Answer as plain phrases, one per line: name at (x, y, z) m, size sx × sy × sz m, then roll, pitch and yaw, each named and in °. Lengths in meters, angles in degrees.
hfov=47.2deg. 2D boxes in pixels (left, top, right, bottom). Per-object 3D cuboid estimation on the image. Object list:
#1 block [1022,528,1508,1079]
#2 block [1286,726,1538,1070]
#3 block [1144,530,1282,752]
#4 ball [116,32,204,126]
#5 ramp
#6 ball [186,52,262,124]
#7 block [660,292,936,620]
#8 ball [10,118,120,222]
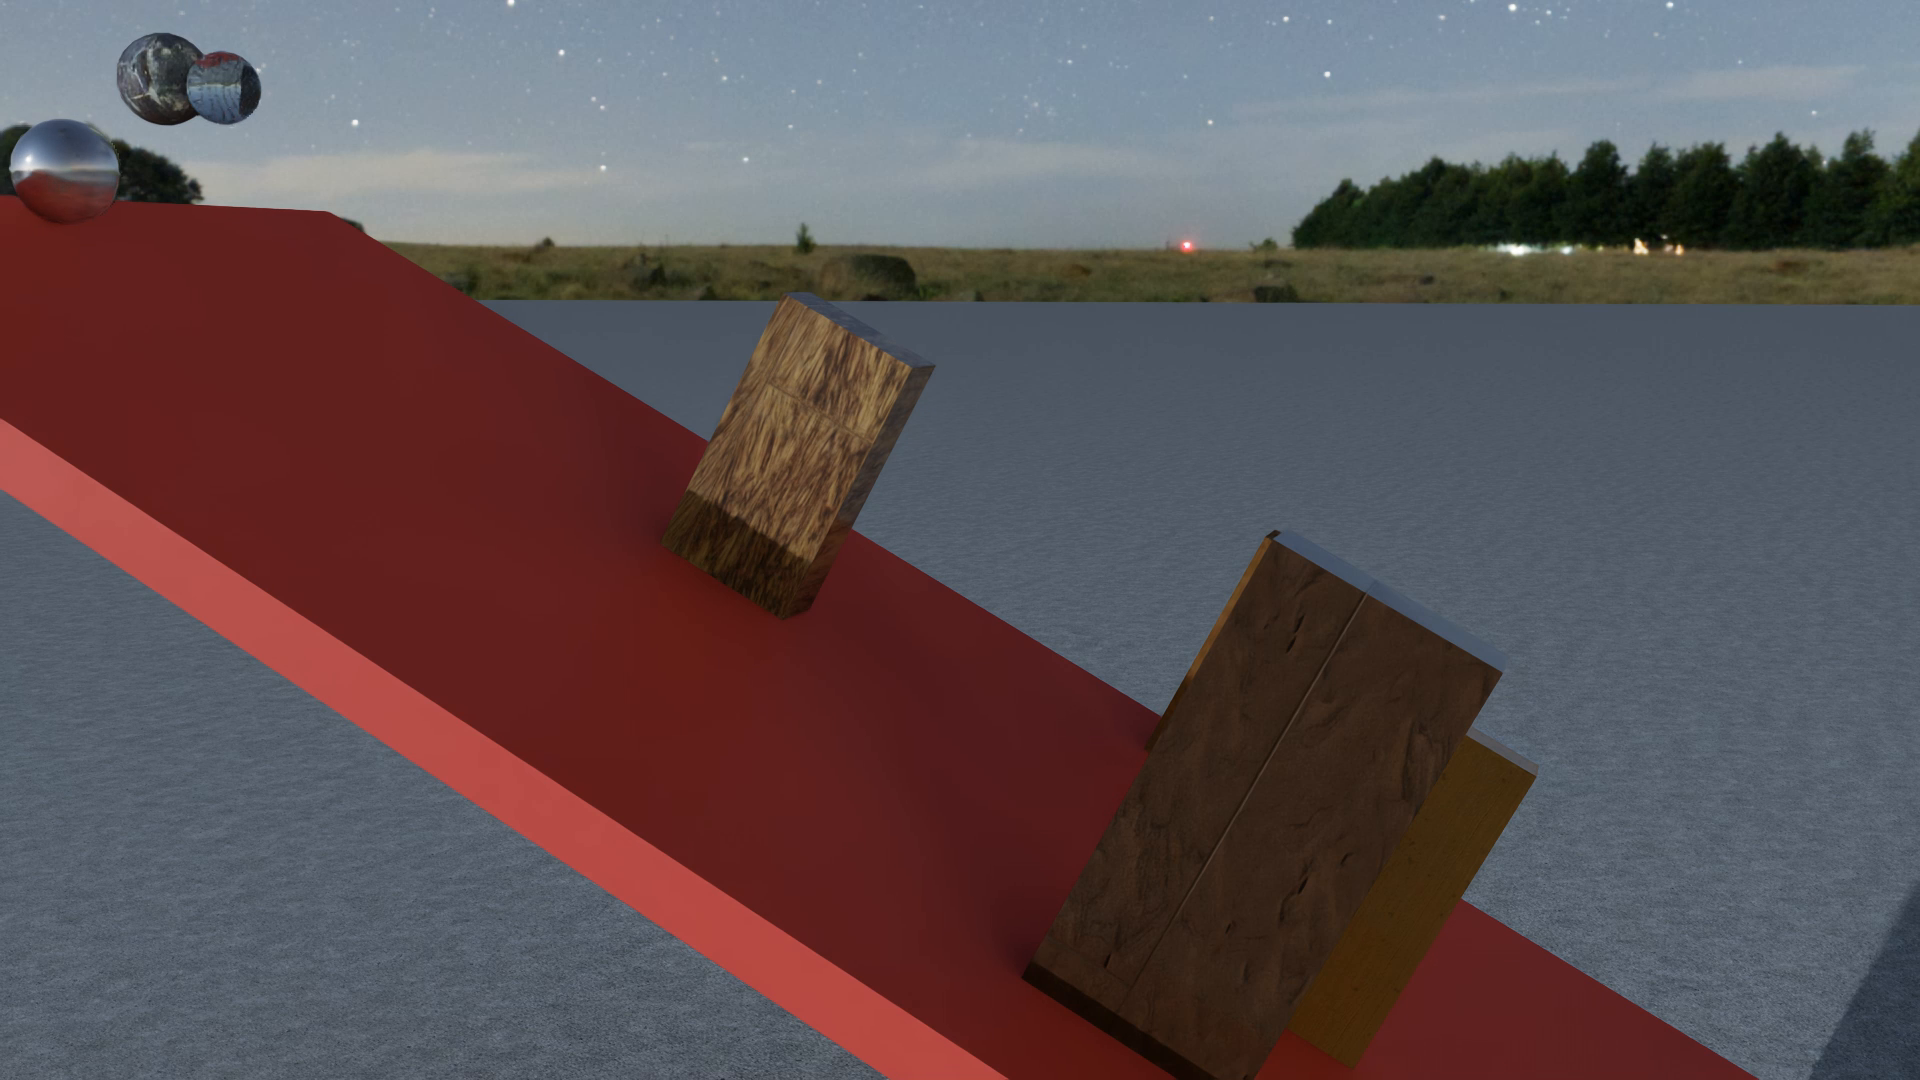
block at (0.451, 0.421, 3.302) m, size 0.374 × 0.786 × 0.144 m, roll 31°, pitch 14°, yaw 12°
block at (0.673, 0.550, 3.667) m, size 0.308 × 0.590 × 0.083 m, roll 31°, pitch 14°, yaw 12°
block at (0.650, 0.282, 4.682) m, size 0.274 × 0.532 × 0.135 m, roll 31°, pitch 14°, yaw 12°
ball at (-1.676, -0.971, 4.632) m, size 0.191 × 0.191 × 0.191 m, roll 0°, pitch 7°, yaw 0°
ramp at (-0.210, 0.347, 4.141) m, size 4.000 × 0.100 × 2.000 m, roll 31°, pitch 14°, yaw 12°
ball at (-1.512, -0.928, 4.515) m, size 0.147 × 0.147 × 0.147 m, roll 0°, pitch 7°, yaw 0°
block at (-0.324, -0.169, 4.367) m, size 0.300 × 0.568 × 0.147 m, roll 31°, pitch 14°, yaw 12°
ball at (-1.780, -0.735, 4.376) m, size 0.204 × 0.204 × 0.204 m, roll 0°, pitch 7°, yaw 0°
